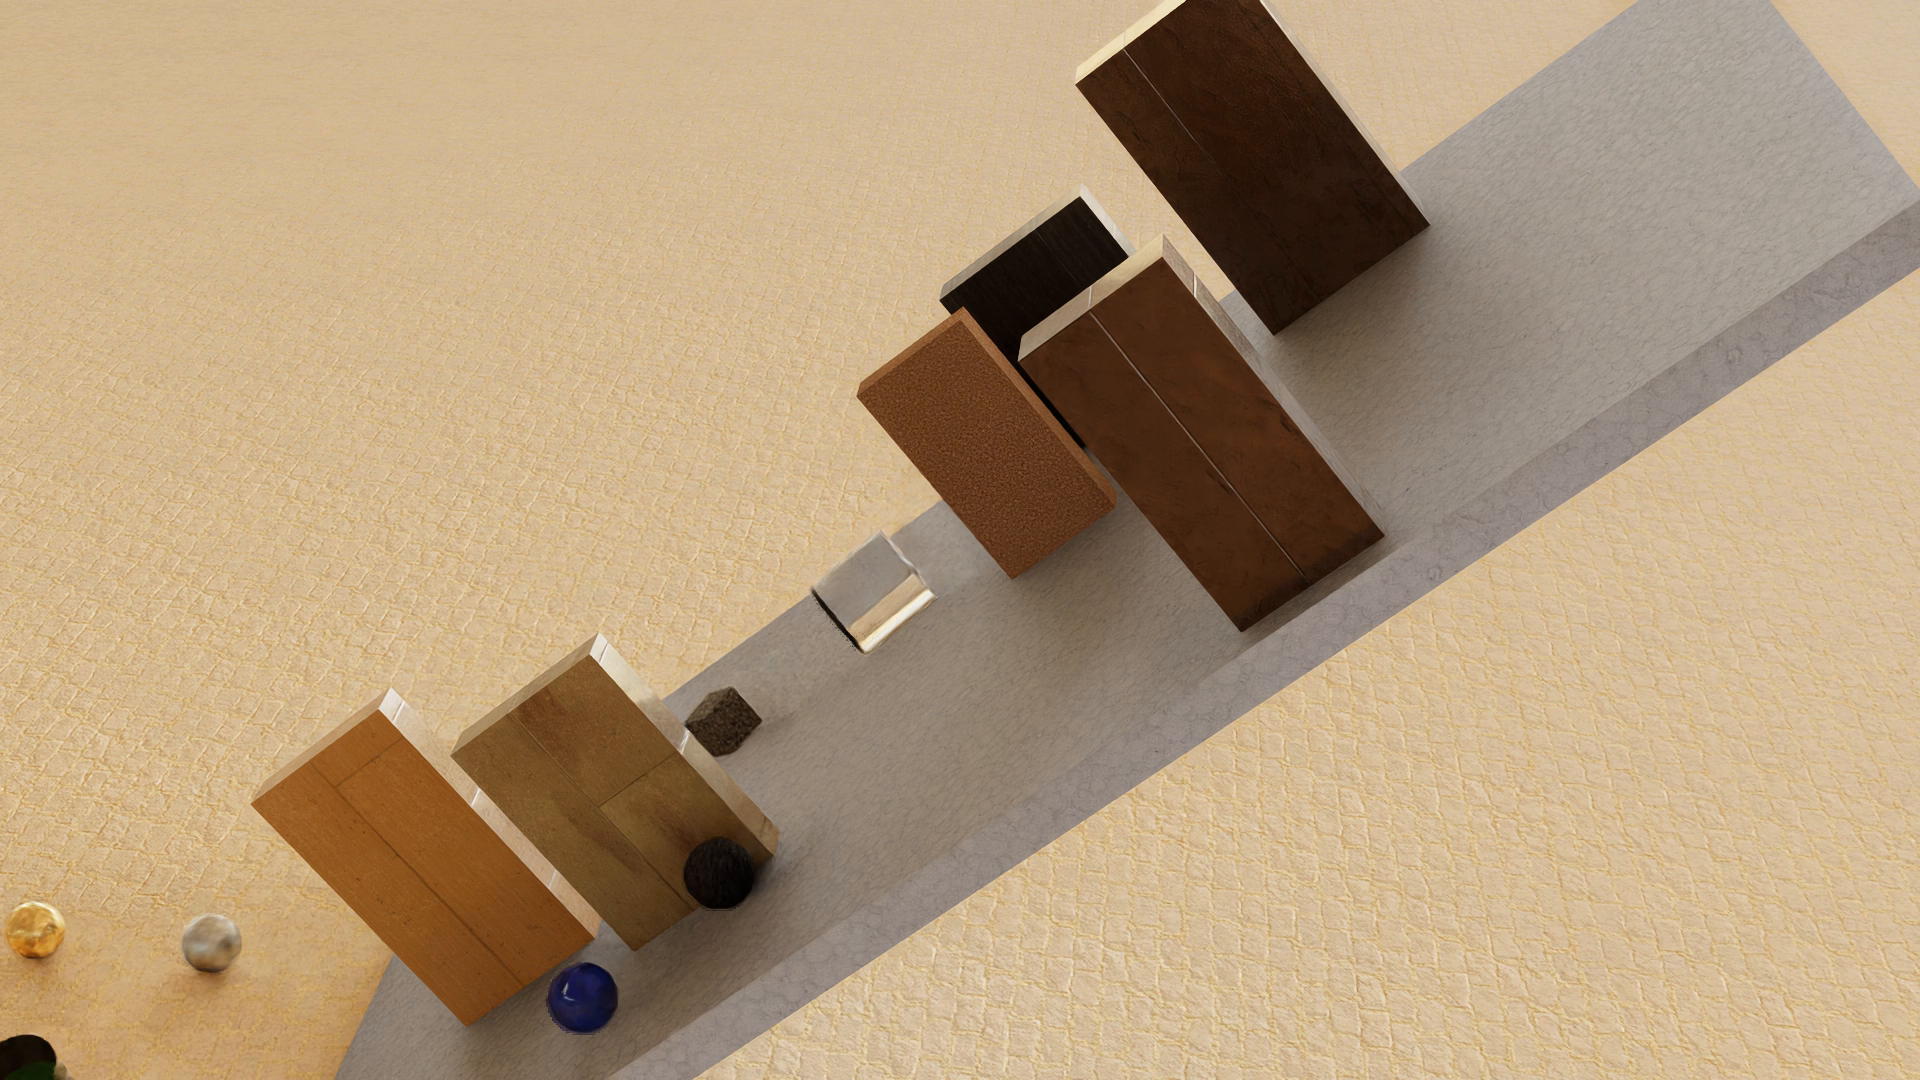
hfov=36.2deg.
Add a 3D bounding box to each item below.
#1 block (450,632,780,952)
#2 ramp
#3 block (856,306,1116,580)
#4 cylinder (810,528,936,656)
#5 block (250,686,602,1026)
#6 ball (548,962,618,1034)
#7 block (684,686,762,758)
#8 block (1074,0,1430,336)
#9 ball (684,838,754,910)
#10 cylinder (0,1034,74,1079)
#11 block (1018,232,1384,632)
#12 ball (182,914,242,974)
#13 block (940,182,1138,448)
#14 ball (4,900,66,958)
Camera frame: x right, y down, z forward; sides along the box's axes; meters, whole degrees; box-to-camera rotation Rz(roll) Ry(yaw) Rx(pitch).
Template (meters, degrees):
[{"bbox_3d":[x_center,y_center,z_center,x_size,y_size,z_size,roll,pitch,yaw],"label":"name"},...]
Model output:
[{"bbox_3d":[-0.709,0.525,6.074,0.386,0.575,0.103,-35,16,17],"label":"block"},{"bbox_3d":[0.123,0.183,6.334,4.000,0.100,2.000,-35,16,17],"label":"ramp"},{"bbox_3d":[0.060,-0.205,6.355,0.287,0.538,0.086,-35,16,17],"label":"block"},{"bbox_3d":[-0.197,0.120,6.682,0.207,0.207,0.207,-40,28,2],"label":"cylinder"},{"bbox_3d":[-1.159,0.698,6.421,0.385,0.697,0.105,-35,16,17],"label":"block"},{"bbox_3d":[-0.757,0.921,5.915,0.140,0.140,0.140,0,23,0],"label":"ball"},{"bbox_3d":[-0.555,0.426,6.858,0.109,0.109,0.109,-18,27,54],"label":"block"},{"bbox_3d":[0.643,-0.866,6.462,0.423,0.722,0.148,-35,16,17],"label":"block"},{"bbox_3d":[-0.487,0.676,5.952,0.143,0.143,0.143,0,23,0],"label":"ball"},{"bbox_3d":[-2.131,1.268,6.735,0.193,0.193,0.193,-5,46,6],"label":"cylinder"},{"bbox_3d":[0.431,-0.186,5.226,0.315,0.651,0.135,-35,16,17],"label":"block"},{"bbox_3d":[-1.896,1.023,7.455,0.149,0.149,0.149,0,23,0],"label":"ball"},{"bbox_3d":[0.267,-0.504,6.788,0.409,0.487,0.110,-35,16,17],"label":"block"},{"bbox_3d":[-2.364,0.996,7.518,0.148,0.148,0.148,0,23,0],"label":"ball"}]
